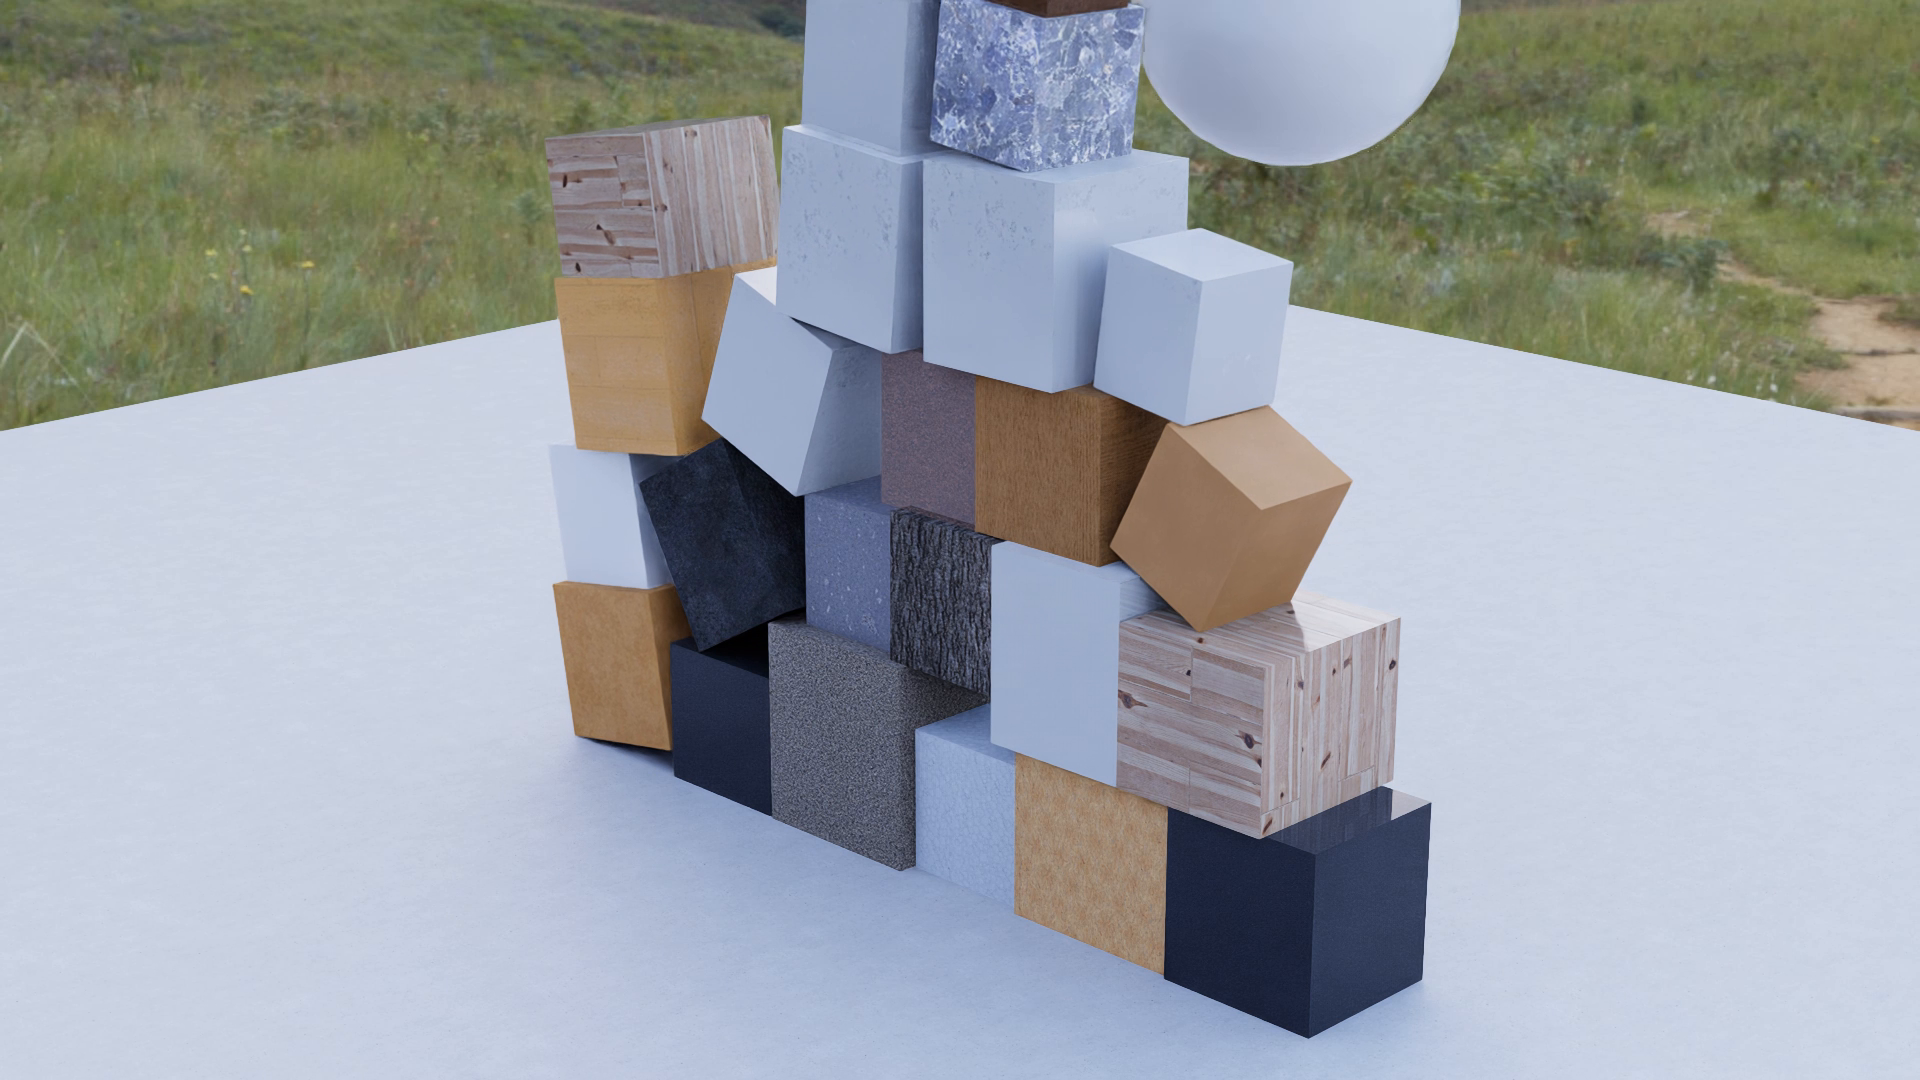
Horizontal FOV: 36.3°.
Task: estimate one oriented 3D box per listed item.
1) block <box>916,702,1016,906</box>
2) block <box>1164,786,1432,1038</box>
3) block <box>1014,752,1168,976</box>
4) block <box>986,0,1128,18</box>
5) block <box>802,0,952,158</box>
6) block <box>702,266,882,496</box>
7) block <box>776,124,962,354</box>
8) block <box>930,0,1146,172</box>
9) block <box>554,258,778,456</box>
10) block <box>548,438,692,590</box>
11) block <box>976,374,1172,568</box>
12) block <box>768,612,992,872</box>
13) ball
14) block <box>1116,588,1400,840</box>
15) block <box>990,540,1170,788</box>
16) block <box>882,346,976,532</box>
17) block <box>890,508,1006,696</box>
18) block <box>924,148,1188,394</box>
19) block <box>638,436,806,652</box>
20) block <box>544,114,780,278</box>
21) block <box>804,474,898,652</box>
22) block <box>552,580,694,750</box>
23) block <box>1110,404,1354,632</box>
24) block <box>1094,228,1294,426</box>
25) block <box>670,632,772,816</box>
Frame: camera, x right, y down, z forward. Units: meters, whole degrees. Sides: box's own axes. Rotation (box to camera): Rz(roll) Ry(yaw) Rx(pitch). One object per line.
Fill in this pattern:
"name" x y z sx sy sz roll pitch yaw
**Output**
"block" 0.266 1.186 13.436 0.659 0.680 0.670 -17 24 -42
"block" 1.411 1.474 12.301 0.771 0.811 0.778 -17 24 -42
"block" 0.836 1.291 12.894 0.893 0.804 0.787 17 24 42
"block" 0.348 -2.519 12.182 0.494 0.546 0.571 -17 30 -42
"block" -0.215 -2.138 12.882 0.684 0.713 0.636 -16 29 -42
"block" -0.621 -0.789 13.732 0.767 0.786 0.711 -16 44 -42
"block" -0.251 -1.402 13.138 0.819 0.847 0.760 -17 29 -42
"block" 0.326 -1.967 12.387 0.633 0.631 0.587 -17 30 -42
"block" -1.355 -0.935 14.488 0.890 0.856 0.799 -16 15 -42
"block" -1.582 -0.191 14.945 0.672 0.713 0.672 -17 14 -42
"block" 0.563 -0.381 12.643 0.728 0.728 0.678 17 24 42
"block" -0.288 0.867 13.927 0.848 0.994 0.890 -17 24 -42
"ball" 1.623 -2.618 14.220 1.600 1.600 1.600 0 17 0
"block" 1.245 0.681 12.256 0.889 0.730 0.775 -17 24 -42
"block" 0.703 0.440 12.752 0.735 0.905 0.871 16 24 42
"block" 0.073 -0.517 13.080 0.606 0.739 0.590 17 24 42
"block" 0.181 0.209 13.192 0.686 0.709 0.713 17 24 42
"block" 0.407 -1.197 12.556 0.831 0.878 0.763 -17 24 -42
"block" -0.911 -0.053 14.278 0.797 0.880 0.732 -17 -6 -42
"block" -1.435 -1.670 14.263 0.748 0.682 0.836 -15 14 -39
"block" -0.294 0.093 13.652 0.638 0.649 0.569 17 24 42
"block" -1.478 0.551 15.054 0.804 0.801 0.787 -17 14 -42
"block" 1.118 -0.107 12.129 0.591 0.664 0.565 -16 51 -42
"block" 0.959 -0.885 12.081 0.550 0.614 0.518 -15 31 -41
"block" -0.875 0.832 14.520 0.736 0.707 0.816 17 24 42
